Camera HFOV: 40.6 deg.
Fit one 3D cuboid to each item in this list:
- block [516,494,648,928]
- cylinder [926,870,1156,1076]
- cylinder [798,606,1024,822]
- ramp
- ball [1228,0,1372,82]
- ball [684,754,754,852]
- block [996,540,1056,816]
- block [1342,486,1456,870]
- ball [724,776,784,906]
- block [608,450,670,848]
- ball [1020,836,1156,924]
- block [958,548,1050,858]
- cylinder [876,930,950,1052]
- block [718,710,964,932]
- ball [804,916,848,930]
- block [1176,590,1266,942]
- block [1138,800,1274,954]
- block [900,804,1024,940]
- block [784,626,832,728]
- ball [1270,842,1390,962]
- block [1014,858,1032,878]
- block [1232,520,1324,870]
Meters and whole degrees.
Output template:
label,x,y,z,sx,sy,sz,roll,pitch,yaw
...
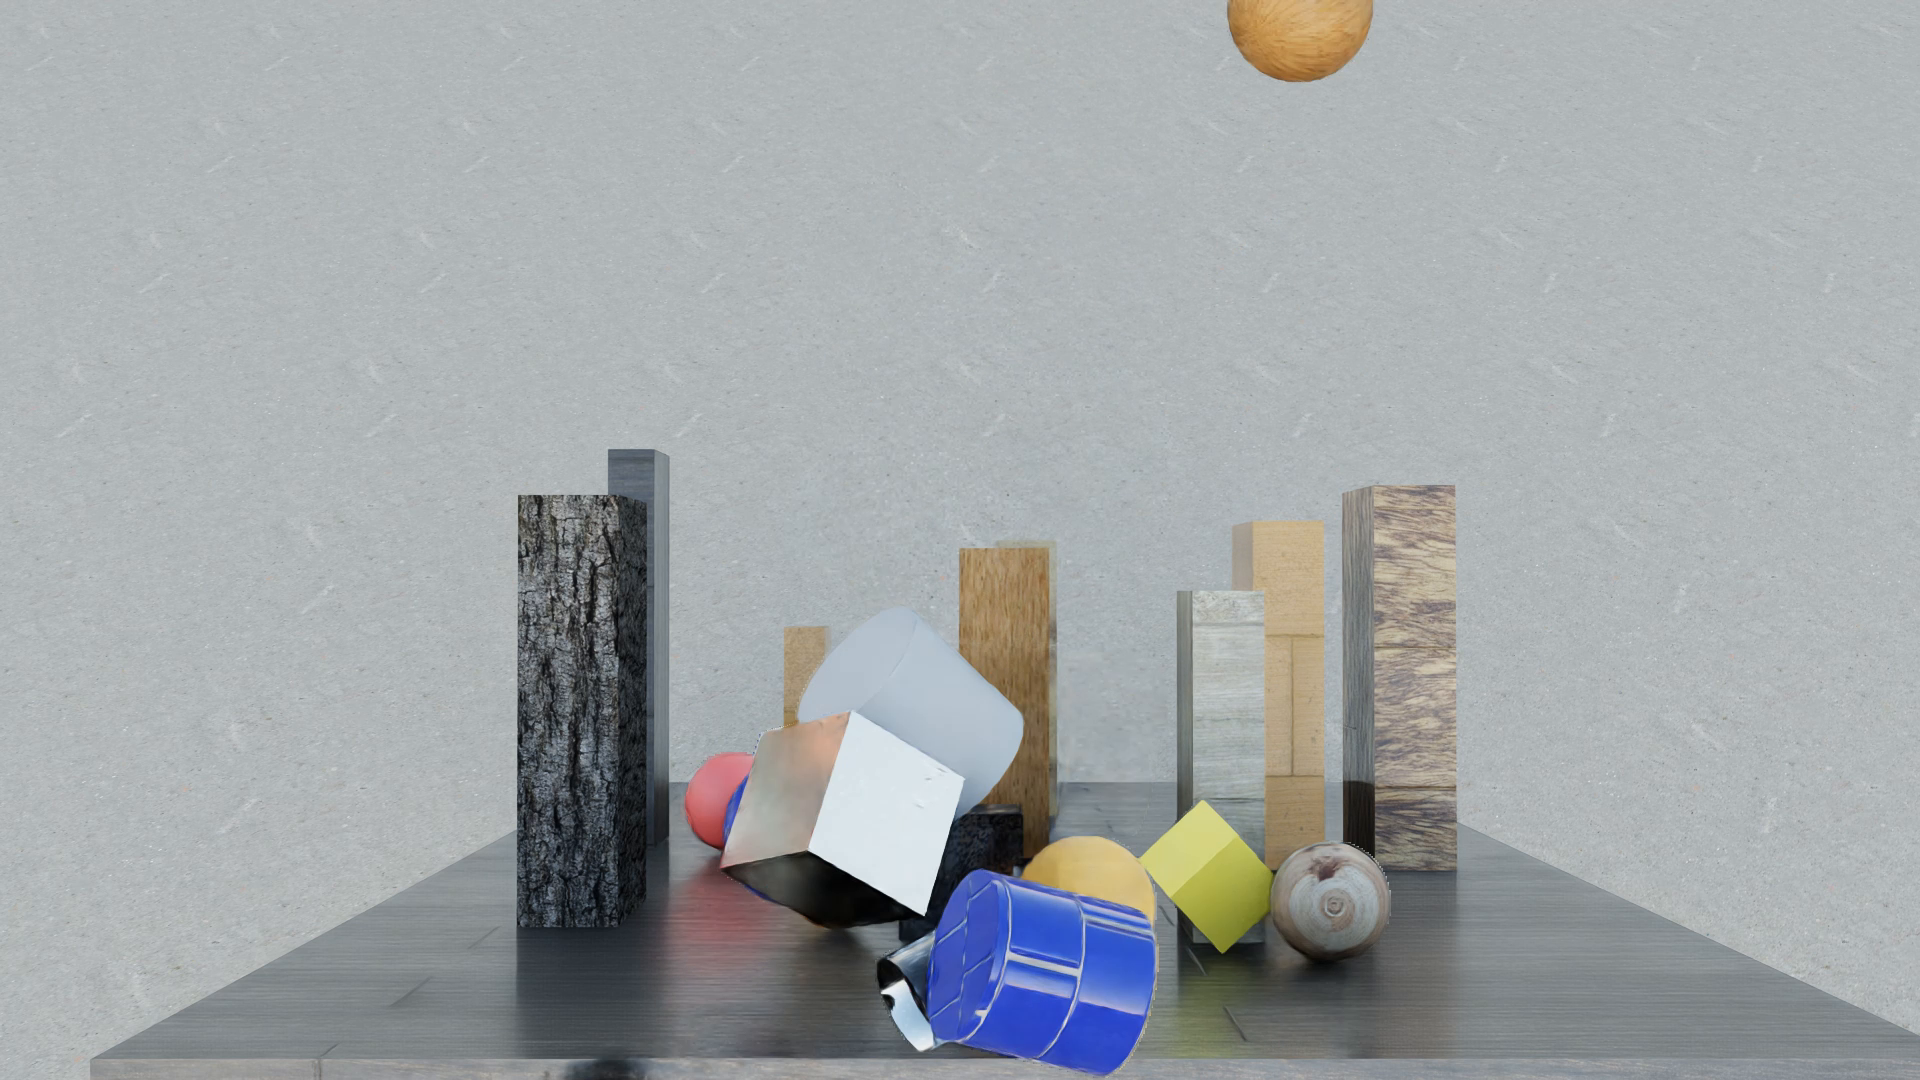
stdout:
label,x,y,z,sx,sy,sz,roll,pitch,yaw
block,-0.583,0.257,4.028,0.150,0.641,0.352,0,-1,0
cylinder,0.083,0.451,2.701,0.179,0.179,0.179,17,29,-19
cylinder,-0.063,0.232,3.358,0.207,0.207,0.207,-38,23,19
ramp,0.073,0.642,4.759,2.000,0.100,4.000,0,-1,0
ball,0.346,-0.540,2.639,0.147,0.147,0.147,0,33,0
ball,-0.431,0.502,4.954,0.187,0.187,0.187,0,33,0
block,0.148,0.309,5.880,0.131,0.610,0.295,0,-1,0
block,0.812,0.249,4.821,0.146,0.687,0.386,0,-1,0
ball,-0.208,0.377,3.363,0.198,0.198,0.198,0,33,0
block,-0.638,0.213,5.156,0.091,0.774,0.261,0,-1,0
ball,0.164,0.481,3.409,0.185,0.185,0.185,0,33,0
block,0.066,0.297,4.065,0.136,0.563,0.342,0,-1,0
cylinder,-0.013,0.480,2.815,0.112,0.112,0.112,-24,40,-24
block,-0.143,0.342,3.136,0.183,0.183,0.183,-18,46,48
ball,-0.182,0.503,3.814,0.139,0.139,0.139,0,33,0
block,0.381,0.324,3.809,0.102,0.498,0.267,0,-1,0
block,0.350,0.465,3.589,0.125,0.125,0.125,-42,24,-1
block,0.002,0.484,3.801,0.178,0.178,0.178,0,-1,-1
block,-0.342,0.404,5.836,0.090,0.418,0.277,0,-1,0
ball,0.497,0.487,3.493,0.160,0.160,0.160,0,33,0
block,0.138,0.512,3.650,0.117,0.117,0.117,0,-1,5
block,0.588,0.281,4.819,0.126,0.623,0.361,0,-1,0
